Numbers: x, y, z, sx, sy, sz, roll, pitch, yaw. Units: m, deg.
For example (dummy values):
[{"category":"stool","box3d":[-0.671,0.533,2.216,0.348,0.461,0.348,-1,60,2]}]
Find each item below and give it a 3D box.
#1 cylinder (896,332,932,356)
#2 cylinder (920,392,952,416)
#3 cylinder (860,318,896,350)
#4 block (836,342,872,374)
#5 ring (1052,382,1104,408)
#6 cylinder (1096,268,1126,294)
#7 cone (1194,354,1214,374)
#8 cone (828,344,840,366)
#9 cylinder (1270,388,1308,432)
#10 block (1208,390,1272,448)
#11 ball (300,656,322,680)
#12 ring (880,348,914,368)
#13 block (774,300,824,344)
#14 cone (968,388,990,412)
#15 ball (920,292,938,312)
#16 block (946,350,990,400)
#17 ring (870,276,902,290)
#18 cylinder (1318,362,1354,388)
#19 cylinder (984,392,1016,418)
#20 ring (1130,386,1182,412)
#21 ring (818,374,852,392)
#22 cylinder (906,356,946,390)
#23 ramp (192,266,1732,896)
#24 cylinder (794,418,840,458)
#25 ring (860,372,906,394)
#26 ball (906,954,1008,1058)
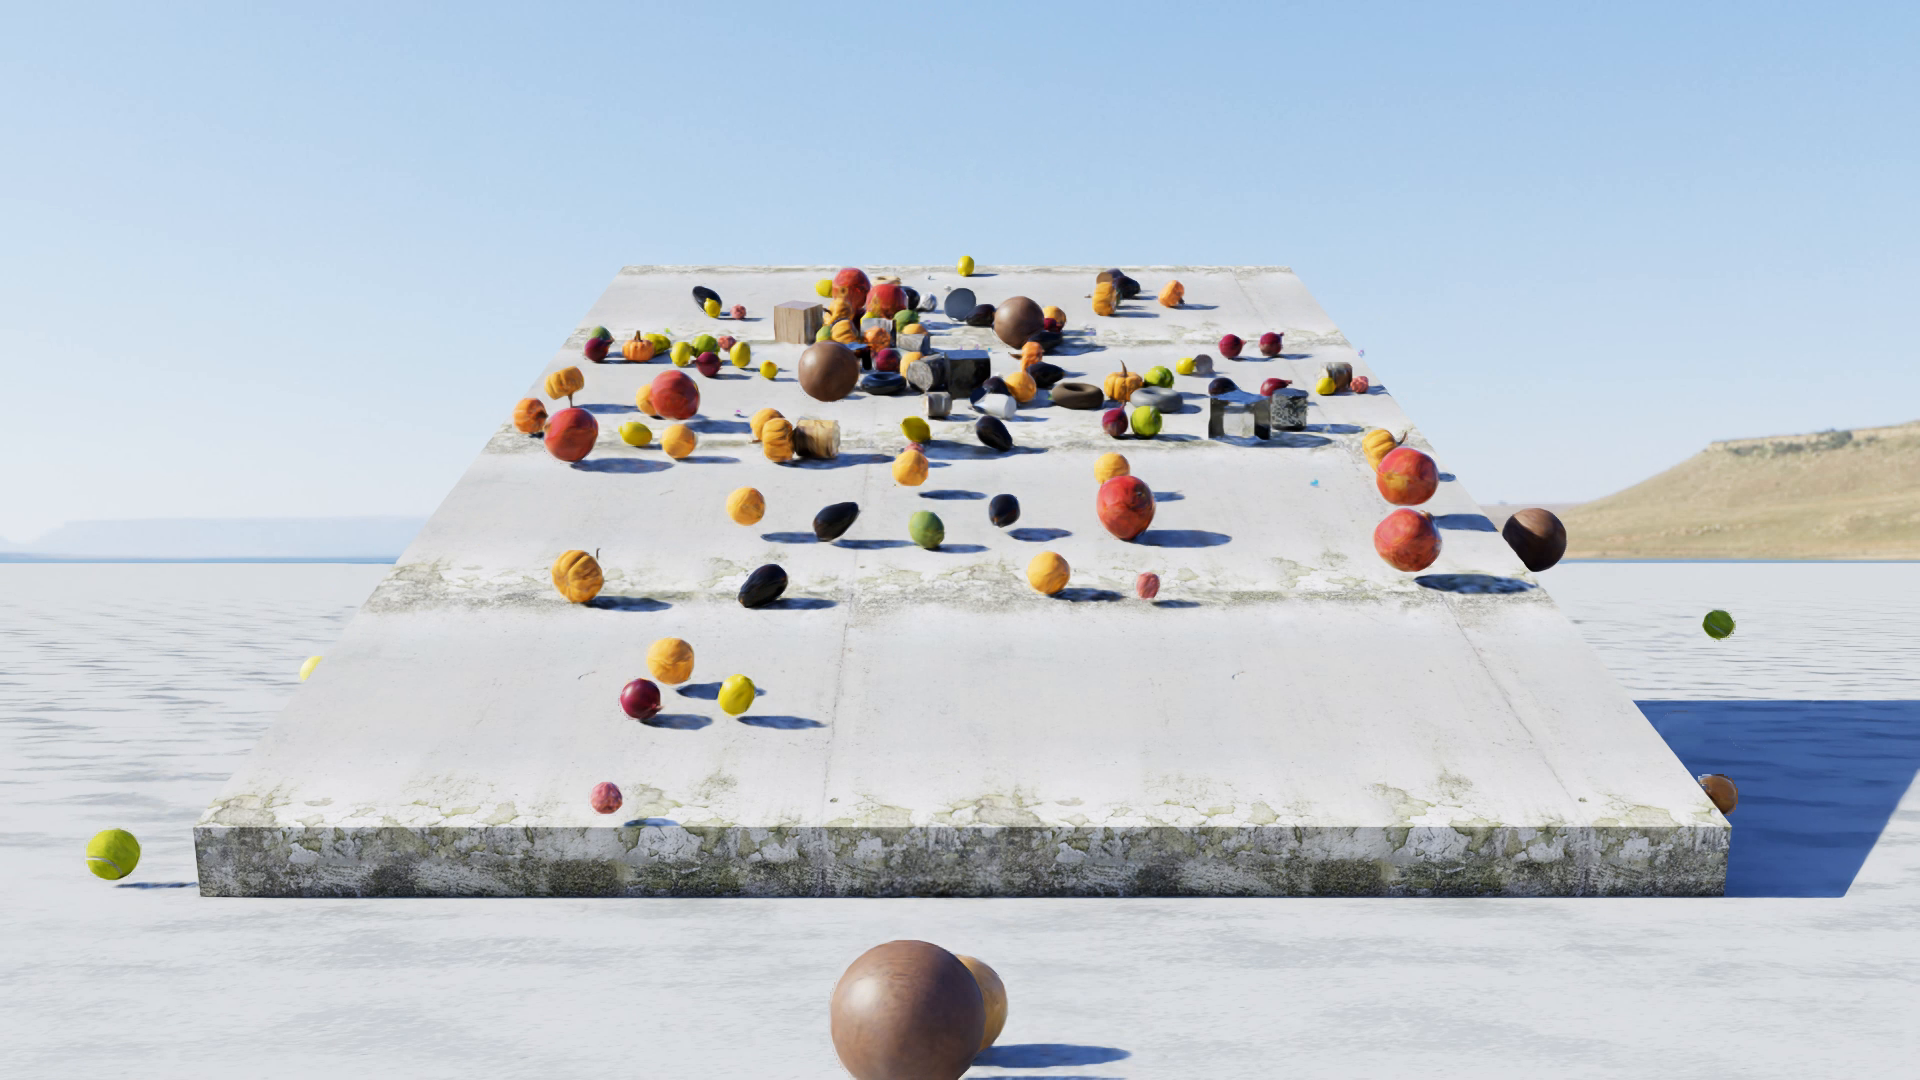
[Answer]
[{"category":"cylinder","box3d":[-0.113,-0.475,5.486,0.064,0.064,0.064,-3,-2,25]},{"category":"cylinder","box3d":[-0.053,-0.300,4.937,0.053,0.053,0.053,-3,1,-22]},{"category":"cylinder","box3d":[-0.204,-0.516,5.592,0.078,0.078,0.078,3,0,9]},{"category":"block","box3d":[-0.256,-0.438,5.372,0.061,0.061,0.061,-15,23,-40]},{"category":"ring","box3d":[0.267,-0.328,5.057,0.120,0.040,0.120,3,19,-1]},{"category":"cylinder","box3d":[0.426,-0.734,6.315,0.062,0.062,0.062,0,16,35]},{"category":"cone","box3d":[0.577,-0.418,5.375,0.051,0.051,0.051,0,-11,-21]},{"category":"cone","box3d":[-0.290,-0.447,5.440,0.055,0.055,0.055,0,1,3]},{"category":"cylinder","box3d":[0.717,-0.283,4.853,0.078,0.078,0.078,0,17,0]},{"category":"block","box3d":[0.597,-0.260,4.755,0.092,0.092,0.092,-16,24,-42]},{"category":"ball","box3d":[-1.107,0.228,3.839,0.055,0.055,0.055,0,0,0]},{"category":"ring","box3d":[-0.152,-0.442,5.423,0.092,0.031,0.092,7,21,-3]},{"category":"block","box3d":[-0.412,-0.557,5.699,0.090,0.090,0.090,10,20,28]},{"category":"cone","box3d":[0.033,-0.306,5.013,0.057,0.057,0.057,0,-12,-32]},{"category":"ball","box3d":[-0.085,-0.646,6.048,0.052,0.052,0.052,0,0,0]},{"category":"block","box3d":[0.018,-0.383,5.143,0.093,0.093,0.093,-2,18,-7]},{"category":"ring","box3d":[-0.212,-0.735,6.369,0.089,0.030,0.089,0,19,0]},{"category":"cylinder","box3d":[0.877,-0.385,5.206,0.062,0.062,0.062,-3,0,-11]},{"category":"cylinder","box3d":[0.088,-0.296,4.933,0.053,0.053,0.053,-8,-5,33]},{"category":"ring","box3d":[0.442,-0.316,5.024,0.120,0.040,0.120,1,17,0]},{"category":"ring","box3d":[-0.292,-0.365,5.197,0.083,0.028,0.083,1,17,0]},{"category":"cylinder","box3d":[-0.074,-0.389,5.192,0.074,0.074,0.074,0,-1,36]},{"category":"ramp","box3d":[-0.003,-0.180,4.819,2.000,0.100,4.000,0,17,0]},{"category":"cylinder","box3d":[-0.295,-0.210,4.614,0.079,0.079,0.079,-2,-1,11]},{"category":"ring","box3d":[-0.177,-0.363,5.175,0.109,0.036,0.109,-1,17,0]},{"category":"ball","box3d":[-0.002,0.416,1.986,0.091,0.091,0.091,0,0,0]}]
